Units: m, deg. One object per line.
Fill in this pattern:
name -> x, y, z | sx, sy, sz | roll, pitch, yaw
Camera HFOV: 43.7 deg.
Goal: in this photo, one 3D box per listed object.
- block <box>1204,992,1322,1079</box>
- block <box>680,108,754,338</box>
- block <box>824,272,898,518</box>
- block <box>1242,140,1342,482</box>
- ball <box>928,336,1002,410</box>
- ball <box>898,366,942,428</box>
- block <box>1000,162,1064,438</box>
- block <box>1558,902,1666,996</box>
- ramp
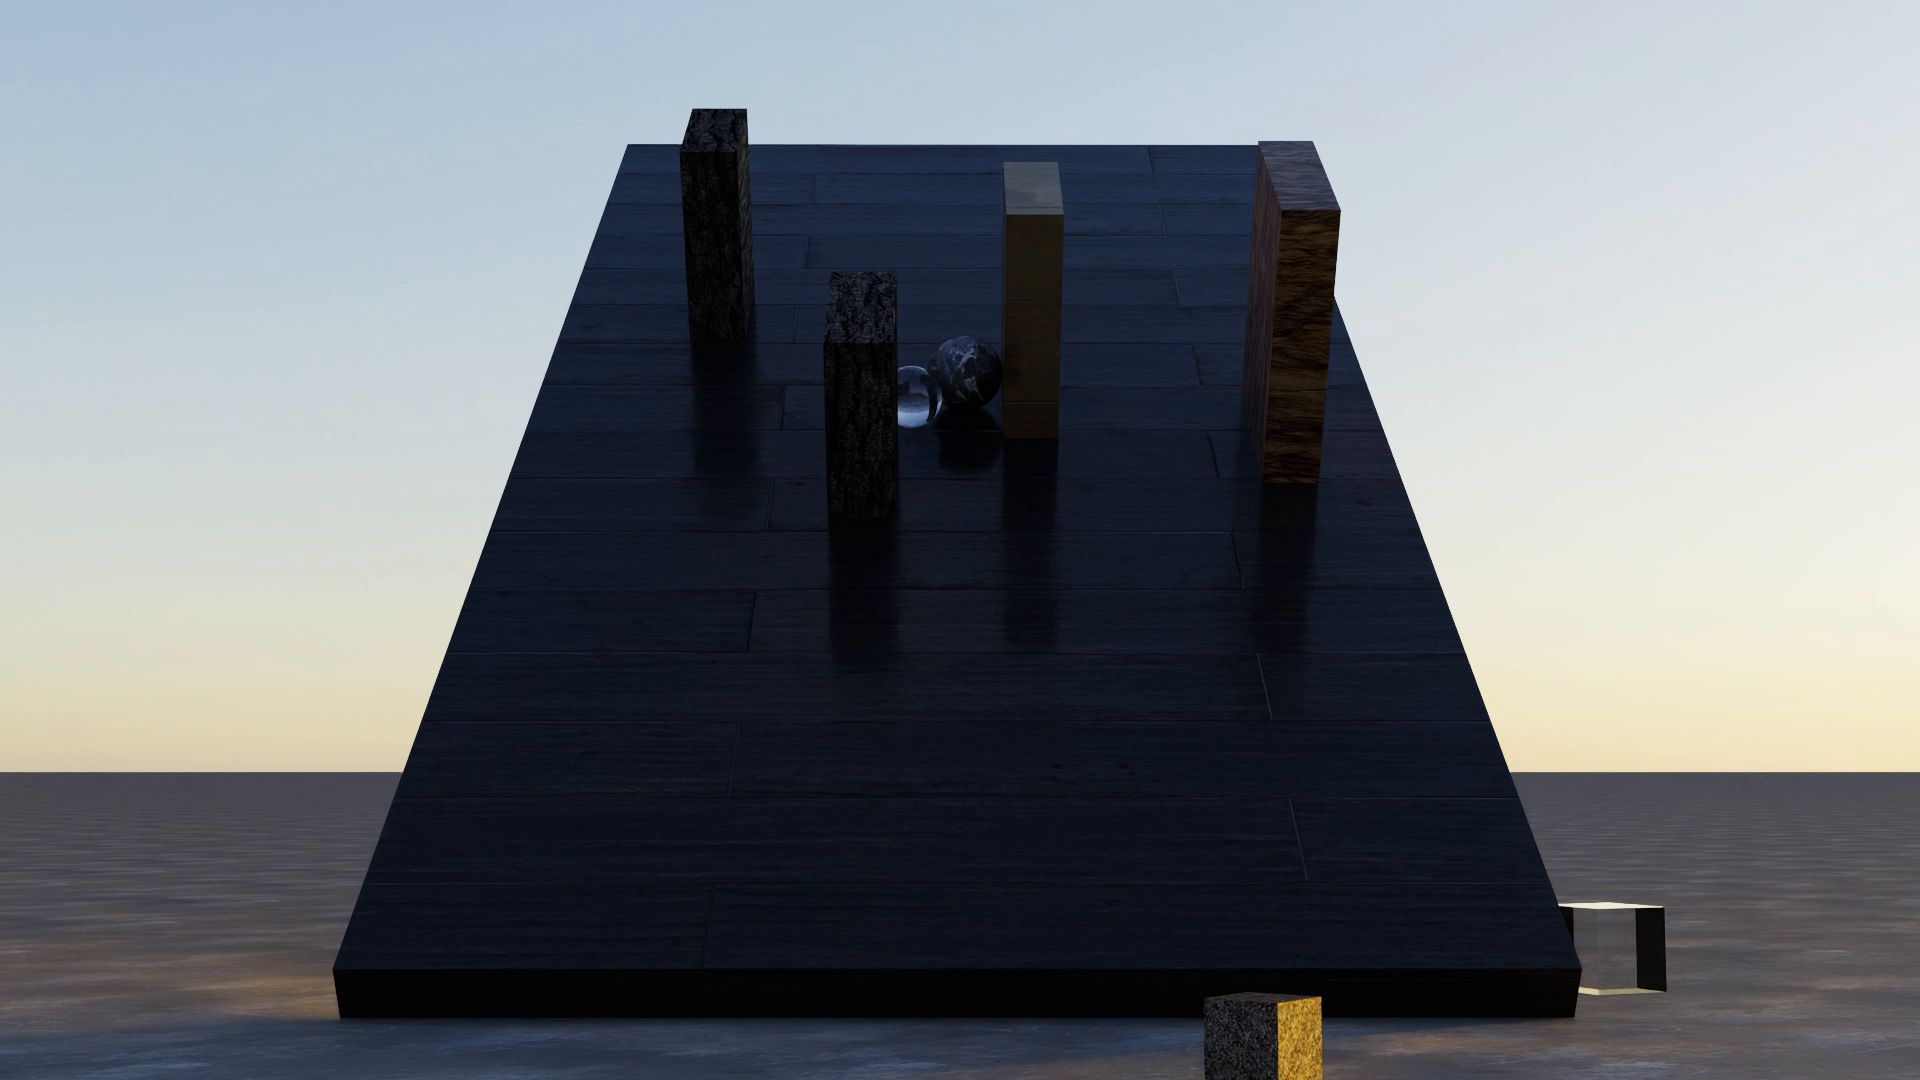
block -> 0.390, 0.644, 3.076 | 0.109, 0.109, 0.109 | -4, -7, 38
block -> -0.612, -0.803, 6.062 | 0.139, 0.493, 0.332 | 0, 28, 0
block -> -0.214, -0.324, 5.263 | 0.145, 0.411, 0.393 | 0, 28, 0
block -> 0.738, -0.516, 5.380 | 0.125, 0.644, 0.443 | 0, 28, 0
ball -> 0.012, -0.393, 5.639 | 0.176, 0.176, 0.176 | 0, -5, 0
ball -> -0.113, -0.332, 5.558 | 0.147, 0.147, 0.147 | 0, -5, 0
block -> 0.164, -0.558, 5.554 | 0.127, 0.548, 0.344 | 0, 28, 0
block -> 1.175, 0.744, 4.362 | 0.152, 0.152, 0.152 | 2, -6, -24
ramp -> -0.012, -0.221, 5.611 | 2.000, 0.100, 4.000 | 0, 28, 0
